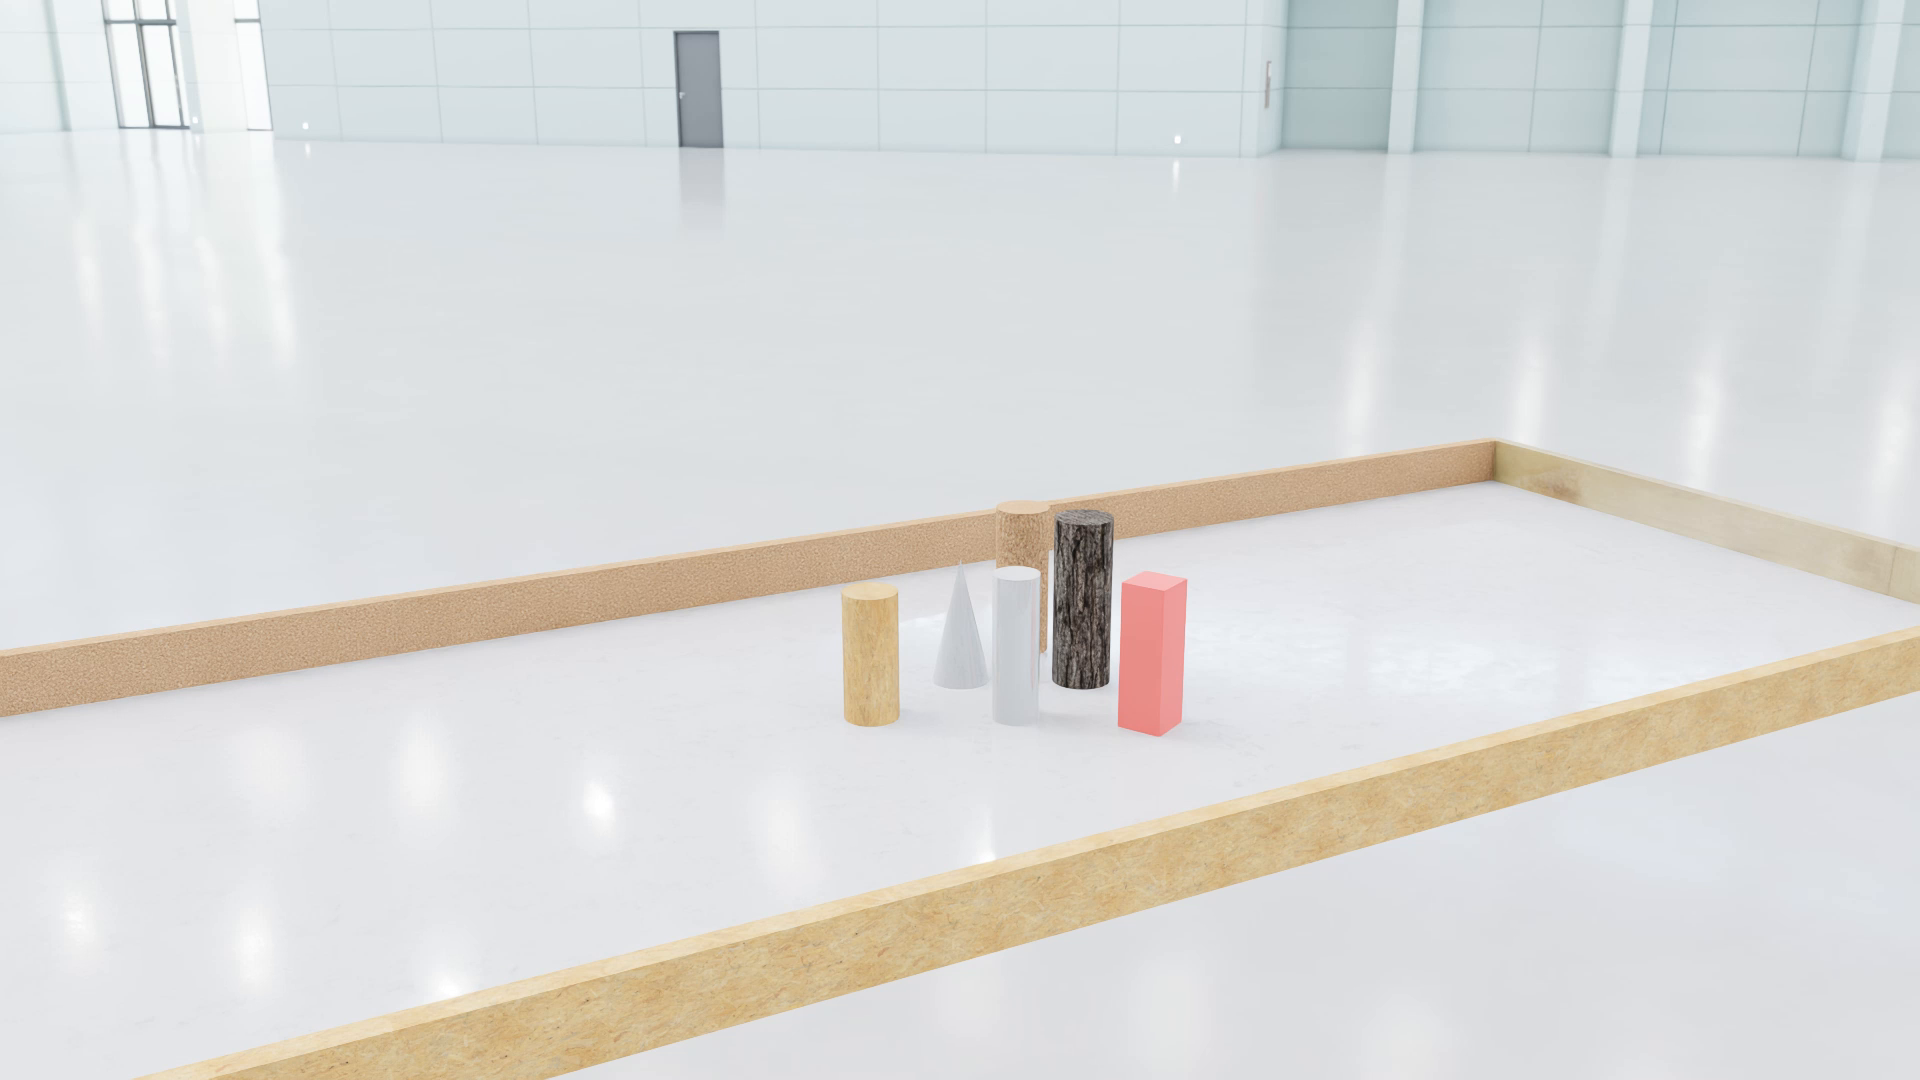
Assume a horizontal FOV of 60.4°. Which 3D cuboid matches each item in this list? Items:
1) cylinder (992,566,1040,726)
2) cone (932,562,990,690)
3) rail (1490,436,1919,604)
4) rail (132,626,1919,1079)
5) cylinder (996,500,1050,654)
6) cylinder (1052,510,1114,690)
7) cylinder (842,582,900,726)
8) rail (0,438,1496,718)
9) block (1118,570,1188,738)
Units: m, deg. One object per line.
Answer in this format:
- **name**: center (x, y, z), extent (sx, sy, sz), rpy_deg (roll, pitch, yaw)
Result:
- **cylinder**: center (0.131, 0.249, 3.873), extent (0.113, 0.358, 0.113), rpy_deg (0, 16, 0)
- **cone**: center (0.001, 0.199, 4.119), extent (0.149, 0.316, 0.149), rpy_deg (0, 16, 0)
- **rail**: center (2.466, -0.048, 5.253), extent (0.050, 0.150, 2.100), rpy_deg (-9, 18, -27)
- **rail**: center (-2.336, 1.006, 1.665), extent (12.000, 0.150, 0.050), rpy_deg (-9, 18, -27)
- **cylinder**: center (0.163, 0.100, 4.330), extent (0.139, 0.387, 0.139), rpy_deg (0, 16, 0)
- **cylinder**: center (0.305, 0.147, 4.101), extent (0.146, 0.424, 0.146), rpy_deg (0, 16, 0)
- **cylinder**: center (-0.210, 0.269, 3.885), extent (0.133, 0.313, 0.133), rpy_deg (0, 16, 0)
- **rail**: center (-3.305, 0.497, 3.399), extent (12.000, 0.150, 0.050), rpy_deg (-9, 18, -27)
- **block**: center (0.446, 0.263, 3.830), extent (0.111, 0.355, 0.111), rpy_deg (11, 20, 33)
